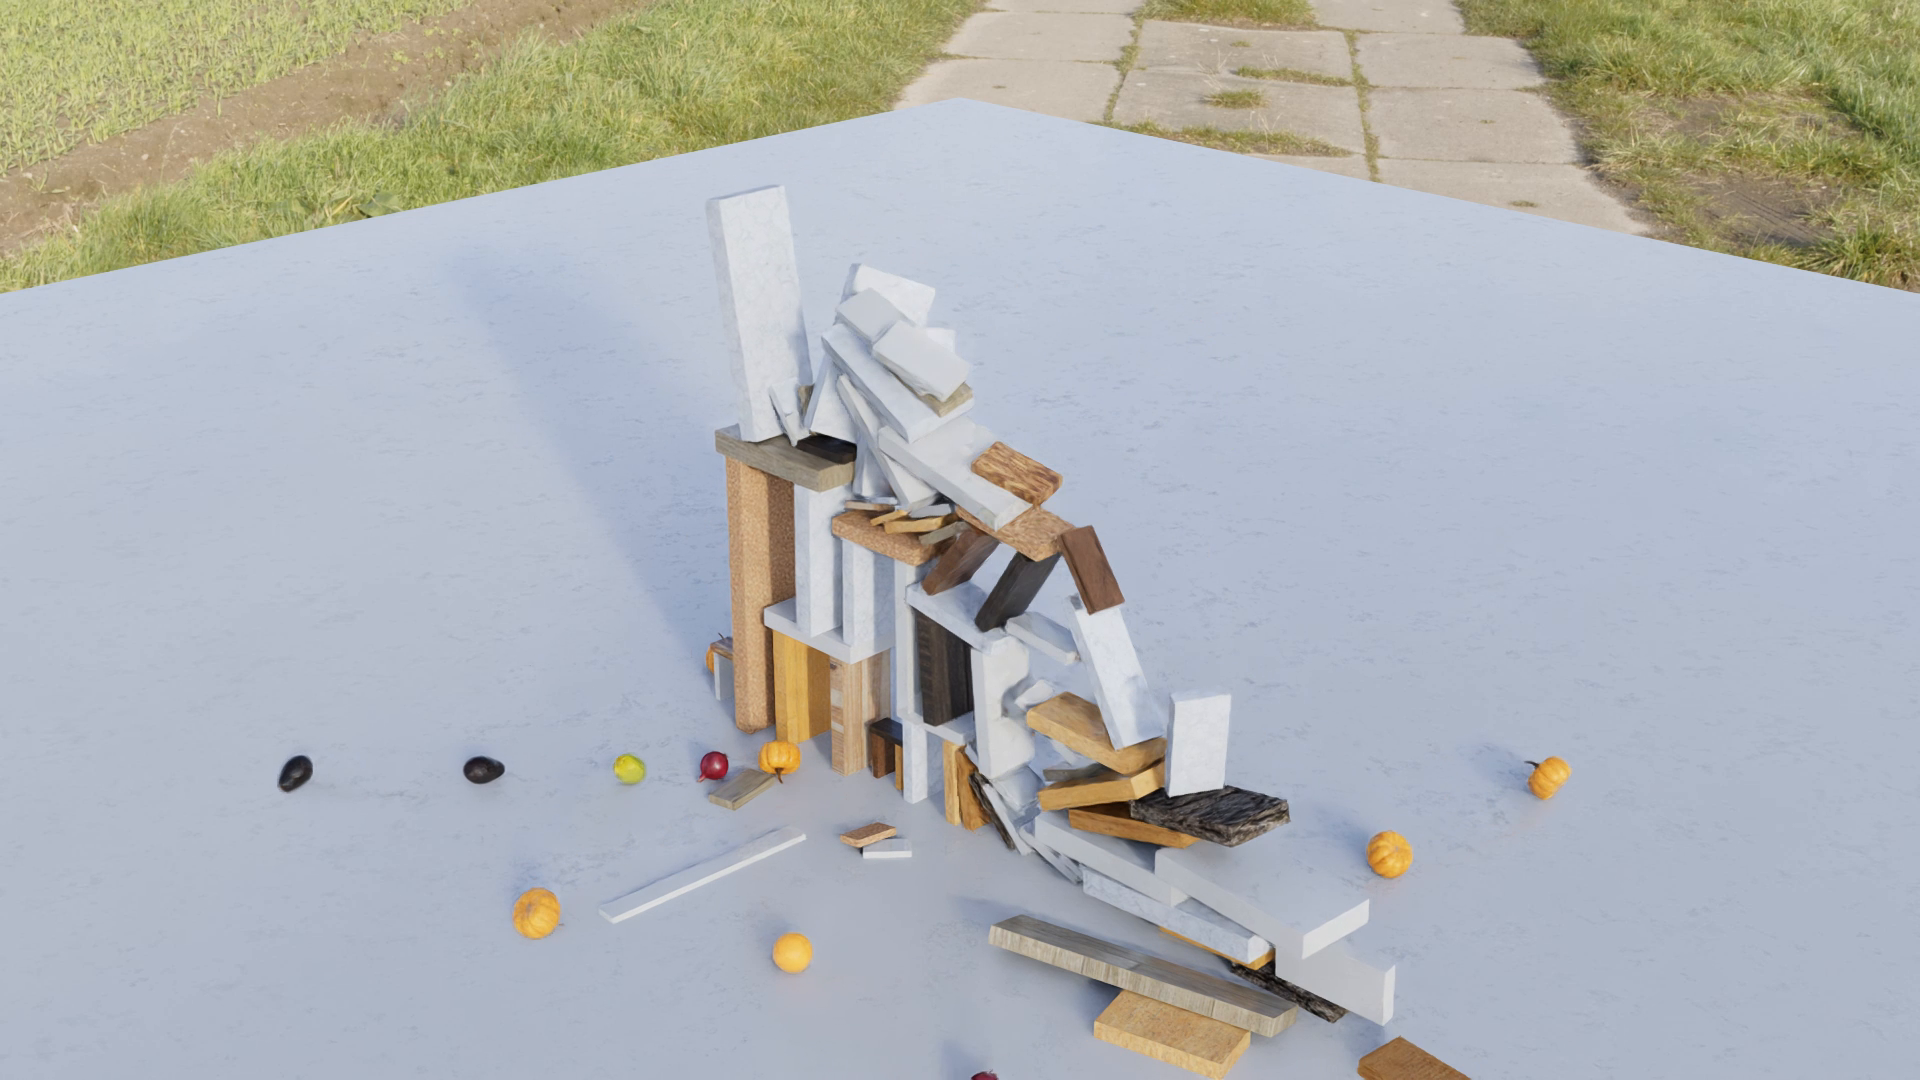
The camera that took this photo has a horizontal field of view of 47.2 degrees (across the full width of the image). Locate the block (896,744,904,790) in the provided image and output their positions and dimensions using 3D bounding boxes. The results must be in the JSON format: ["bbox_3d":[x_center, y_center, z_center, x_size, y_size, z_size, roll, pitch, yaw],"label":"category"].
[{"bbox_3d":[-0.110,0.461,4.543,0.015,0.103,0.051,21,31,41],"label":"block"}]

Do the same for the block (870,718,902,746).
[{"bbox_3d":[-0.134,0.397,4.543,0.103,0.015,0.051,21,31,41],"label":"block"}]

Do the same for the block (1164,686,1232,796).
[{"bbox_3d":[0.421,0.358,3.904,0.103,0.206,0.029,-7,32,-12],"label":"block"}]

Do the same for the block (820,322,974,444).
[{"bbox_3d":[-0.121,-0.326,4.213,0.150,0.043,0.301,-31,58,-17],"label":"block"}]

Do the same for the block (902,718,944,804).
[{"bbox_3d":[-0.074,0.437,4.492,0.026,0.185,0.093,21,31,41],"label":"block"}]

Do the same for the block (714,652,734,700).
[{"bbox_3d":[-0.521,0.296,4.915,0.016,0.116,0.058,21,31,41],"label":"block"}]

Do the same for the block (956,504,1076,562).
[{"bbox_3d":[0.107,-0.034,4.085,0.108,0.030,0.215,-24,40,-37],"label":"block"}]

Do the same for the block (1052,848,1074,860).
[{"bbox_3d":[0.243,0.592,4.198,0.064,0.018,0.128,-21,29,-40],"label":"block"}]

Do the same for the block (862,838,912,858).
[{"bbox_3d":[-0.143,0.605,4.317,0.094,0.013,0.047,-1,23,-3],"label":"block"}]

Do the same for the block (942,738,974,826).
[{"bbox_3d":[0.011,0.470,4.414,0.093,0.185,0.026,-21,28,-40],"label":"block"}]

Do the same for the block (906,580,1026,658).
[{"bbox_3d":[0.021,0.141,4.253,0.119,0.034,0.239,-21,40,-40],"label":"block"}]

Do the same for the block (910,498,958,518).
[{"bbox_3d":[-0.030,-0.069,4.243,0.075,0.021,0.149,-25,11,-31],"label":"block"}]

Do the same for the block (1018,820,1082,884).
[{"bbox_3d":[0.197,0.597,4.269,0.079,0.022,0.157,-21,47,-40],"label":"block"}]

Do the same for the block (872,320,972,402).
[{"bbox_3d":[-0.071,-0.335,4.093,0.169,0.024,0.085,34,64,17],"label":"block"}]

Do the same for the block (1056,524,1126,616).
[{"bbox_3d":[0.237,0.054,3.990,0.077,0.155,0.022,-16,-11,-41],"label":"block"}]

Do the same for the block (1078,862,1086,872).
[{"bbox_3d":[0.290,0.644,4.167,0.064,0.018,0.128,-20,47,-40],"label":"block"}]

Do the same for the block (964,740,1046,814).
[{"bbox_3d":[0.092,0.453,4.316,0.084,0.024,0.167,-21,59,-39],"label":"block"}]

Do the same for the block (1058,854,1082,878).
[{"bbox_3d":[0.257,0.631,4.206,0.064,0.018,0.128,-21,47,-40],"label":"block"}]

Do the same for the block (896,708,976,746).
[{"bbox_3d":[-0.030,0.356,4.412,0.093,0.026,0.185,-21,30,-40],"label":"block"}]

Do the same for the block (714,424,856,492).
[{"bbox_3d":[-0.334,-0.182,4.500,0.164,0.047,0.329,-21,31,-40],"label":"block"}]

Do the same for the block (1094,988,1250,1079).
[{"bbox_3d":[0.361,0.838,3.742,0.237,0.034,0.118,13,26,28],"label":"block"}]

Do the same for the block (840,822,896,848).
[{"bbox_3d":[-0.181,0.582,4.343,0.052,0.015,0.103,9,15,42],"label":"block"}]

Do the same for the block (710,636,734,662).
[{"bbox_3d":[-0.493,0.246,4.864,0.116,0.016,0.058,21,31,41],"label":"block"}]

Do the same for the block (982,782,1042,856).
[{"bbox_3d":[0.117,0.537,4.332,0.079,0.022,0.158,-21,74,-40],"label":"block"}]

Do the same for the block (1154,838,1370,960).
[{"bbox_3d":[0.528,0.611,3.873,0.173,0.049,0.347,-19,30,-37],"label":"block"}]

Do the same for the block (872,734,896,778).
[{"bbox_3d":[-0.158,0.442,4.588,0.015,0.103,0.051,21,31,41],"label":"block"}]

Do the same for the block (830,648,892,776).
[{"bbox_3d":[-0.207,0.347,4.598,0.038,0.269,0.135,21,31,41],"label":"block"}]

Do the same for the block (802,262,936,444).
[{"bbox_3d":[-0.182,-0.364,4.402,0.171,0.342,0.048,15,4,-25],"label":"block"}]

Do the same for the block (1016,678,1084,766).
[{"bbox_3d":[0.184,0.345,4.180,0.161,0.023,0.081,48,41,7],"label":"block"}]

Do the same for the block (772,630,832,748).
[{"bbox_3d":[-0.333,0.298,4.715,0.135,0.269,0.038,-21,31,-41],"label":"block"}]

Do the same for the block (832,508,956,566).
[{"bbox_3d":[-0.131,-0.012,4.357,0.117,0.033,0.235,-21,31,-41],"label":"block"}]

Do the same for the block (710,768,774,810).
[{"bbox_3d":[-0.449,0.513,4.527,0.066,0.019,0.131,15,27,31],"label":"block"}]

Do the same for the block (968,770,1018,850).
[{"bbox_3d":[0.091,0.524,4.355,0.084,0.024,0.167,-21,75,-40],"label":"block"}]

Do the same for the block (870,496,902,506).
[{"bbox_3d":[-0.136,-0.077,4.331,0.047,0.013,0.094,4,0,-26],"label":"block"}]

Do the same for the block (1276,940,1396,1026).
[{"bbox_3d":[0.645,0.741,3.790,0.220,0.110,0.031,20,34,38],"label":"block"}]

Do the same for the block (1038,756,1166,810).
[{"bbox_3d":[0.283,0.452,4.099,0.137,0.039,0.274,-21,3,-37],"label":"block"}]

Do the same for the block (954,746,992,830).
[{"bbox_3d":[0.037,0.487,4.396,0.084,0.167,0.024,-21,21,-40],"label":"block"}]

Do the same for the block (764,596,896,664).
[{"bbox_3d":[-0.270,0.181,4.597,0.269,0.038,0.135,21,31,40],"label":"block"}]
